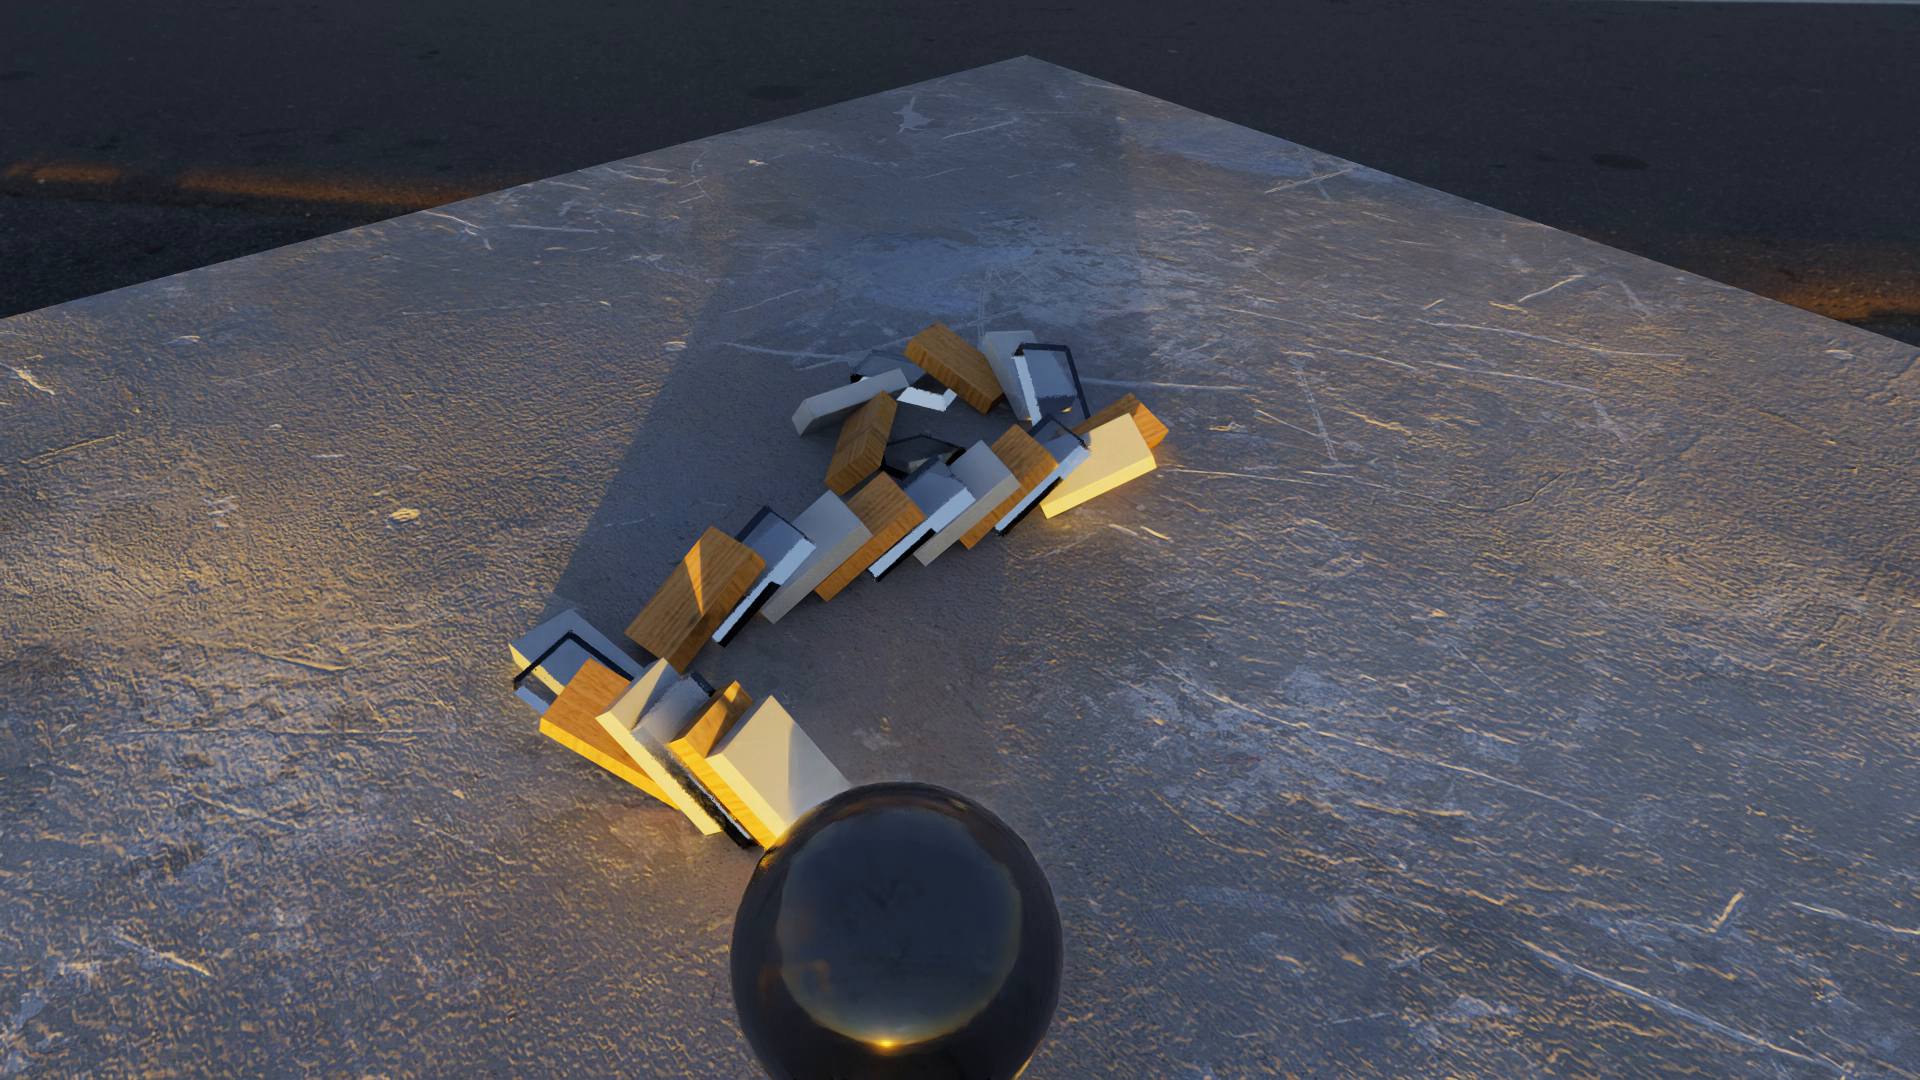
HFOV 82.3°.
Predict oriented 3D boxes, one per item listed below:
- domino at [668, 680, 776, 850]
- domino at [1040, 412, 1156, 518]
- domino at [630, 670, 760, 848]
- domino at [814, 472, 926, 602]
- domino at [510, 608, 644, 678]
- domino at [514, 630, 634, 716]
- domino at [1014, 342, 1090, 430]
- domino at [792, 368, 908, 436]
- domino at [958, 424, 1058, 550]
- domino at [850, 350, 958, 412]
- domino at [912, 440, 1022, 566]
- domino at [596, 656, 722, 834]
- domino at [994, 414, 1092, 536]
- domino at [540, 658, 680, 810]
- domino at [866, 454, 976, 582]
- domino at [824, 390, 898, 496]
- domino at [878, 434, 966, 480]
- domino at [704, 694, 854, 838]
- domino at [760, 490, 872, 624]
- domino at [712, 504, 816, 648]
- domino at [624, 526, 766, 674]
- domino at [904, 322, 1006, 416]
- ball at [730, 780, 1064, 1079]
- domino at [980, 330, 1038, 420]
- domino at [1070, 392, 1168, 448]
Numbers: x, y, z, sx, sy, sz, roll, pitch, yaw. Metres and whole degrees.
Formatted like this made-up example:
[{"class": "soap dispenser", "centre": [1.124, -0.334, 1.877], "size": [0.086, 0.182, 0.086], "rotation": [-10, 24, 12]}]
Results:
[{"class": "domino", "centre": [-0.061, 0.070, 0.331], "size": [0.010, 0.050, 0.025], "rotation": [-25, 19, 43]}, {"class": "domino", "centre": [0.054, -0.031, 0.463], "size": [0.050, 0.010, 0.025], "rotation": [-25, 56, 5]}, {"class": "domino", "centre": [-0.073, 0.067, 0.335], "size": [0.010, 0.050, 0.025], "rotation": [-25, 20, 43]}, {"class": "domino", "centre": [-0.041, -0.002, 0.428], "size": [0.050, 0.010, 0.025], "rotation": [-41, 48, -3]}, {"class": "domino", "centre": [-0.134, 0.045, 0.388], "size": [0.050, 0.010, 0.025], "rotation": [30, 48, 31]}, {"class": "domino", "centre": [-0.118, 0.054, 0.363], "size": [0.050, 0.009, 0.025], "rotation": [35, 49, 7]}, {"class": "domino", "centre": [0.043, -0.068, 0.508], "size": [0.025, 0.010, 0.050], "rotation": [-1, 60, -22]}, {"class": "domino", "centre": [-0.051, -0.064, 0.509], "size": [0.050, 0.025, 0.009], "rotation": [-23, 86, -25]}, {"class": "domino", "centre": [0.013, -0.022, 0.450], "size": [0.050, 0.010, 0.025], "rotation": [-43, 49, -1]}, {"class": "domino", "centre": [-0.026, -0.079, 0.540], "size": [0.050, 0.010, 0.025], "rotation": [16, 42, 18]}, {"class": "domino", "centre": [-0.003, -0.015, 0.442], "size": [0.050, 0.009, 0.025], "rotation": [-40, 49, 2]}, {"class": "domino", "centre": [-0.085, 0.064, 0.339], "size": [0.010, 0.050, 0.025], "rotation": [-25, 19, 43]}, {"class": "domino", "centre": [0.027, -0.027, 0.458], "size": [0.050, 0.009, 0.025], "rotation": [-43, 49, -1]}, {"class": "domino", "centre": [-0.104, 0.061, 0.350], "size": [0.050, 0.009, 0.025], "rotation": [30, 49, -2]}, {"class": "domino", "centre": [-0.021, -0.009, 0.435], "size": [0.050, 0.010, 0.025], "rotation": [-40, 48, 0]}, {"class": "domino", "centre": [-0.043, -0.043, 0.485], "size": [0.025, 0.009, 0.050], "rotation": [-33, 28, 29]}, {"class": "domino", "centre": [-0.018, -0.035, 0.470], "size": [0.025, 0.009, 0.050], "rotation": [-17, 18, -19]}, {"class": "domino", "centre": [-0.050, 0.073, 0.327], "size": [0.010, 0.050, 0.025], "rotation": [-25, 19, 43]}, {"class": "domino", "centre": [-0.060, 0.006, 0.419], "size": [0.050, 0.010, 0.025], "rotation": [-42, 50, -6]}, {"class": "domino", "centre": [-0.080, 0.013, 0.410], "size": [0.025, 0.010, 0.050], "rotation": [33, 76, 34]}, {"class": "domino", "centre": [-0.096, 0.021, 0.400], "size": [0.025, 0.009, 0.050], "rotation": [27, 73, 32]}, {"class": "domino", "centre": [0.001, -0.083, 0.530], "size": [0.050, 0.010, 0.025], "rotation": [38, 46, 9]}, {"class": "ball", "centre": [-0.015, 0.099, 0.267], "size": [0.080, 0.080, 0.080], "rotation": [0, 39, 0]}, {"class": "domino", "centre": [0.031, -0.079, 0.526], "size": [0.025, 0.010, 0.050], "rotation": [-7, 55, -25]}, {"class": "domino", "centre": [0.068, -0.045, 0.491], "size": [0.050, 0.009, 0.025], "rotation": [-33, 74, -34]}]
